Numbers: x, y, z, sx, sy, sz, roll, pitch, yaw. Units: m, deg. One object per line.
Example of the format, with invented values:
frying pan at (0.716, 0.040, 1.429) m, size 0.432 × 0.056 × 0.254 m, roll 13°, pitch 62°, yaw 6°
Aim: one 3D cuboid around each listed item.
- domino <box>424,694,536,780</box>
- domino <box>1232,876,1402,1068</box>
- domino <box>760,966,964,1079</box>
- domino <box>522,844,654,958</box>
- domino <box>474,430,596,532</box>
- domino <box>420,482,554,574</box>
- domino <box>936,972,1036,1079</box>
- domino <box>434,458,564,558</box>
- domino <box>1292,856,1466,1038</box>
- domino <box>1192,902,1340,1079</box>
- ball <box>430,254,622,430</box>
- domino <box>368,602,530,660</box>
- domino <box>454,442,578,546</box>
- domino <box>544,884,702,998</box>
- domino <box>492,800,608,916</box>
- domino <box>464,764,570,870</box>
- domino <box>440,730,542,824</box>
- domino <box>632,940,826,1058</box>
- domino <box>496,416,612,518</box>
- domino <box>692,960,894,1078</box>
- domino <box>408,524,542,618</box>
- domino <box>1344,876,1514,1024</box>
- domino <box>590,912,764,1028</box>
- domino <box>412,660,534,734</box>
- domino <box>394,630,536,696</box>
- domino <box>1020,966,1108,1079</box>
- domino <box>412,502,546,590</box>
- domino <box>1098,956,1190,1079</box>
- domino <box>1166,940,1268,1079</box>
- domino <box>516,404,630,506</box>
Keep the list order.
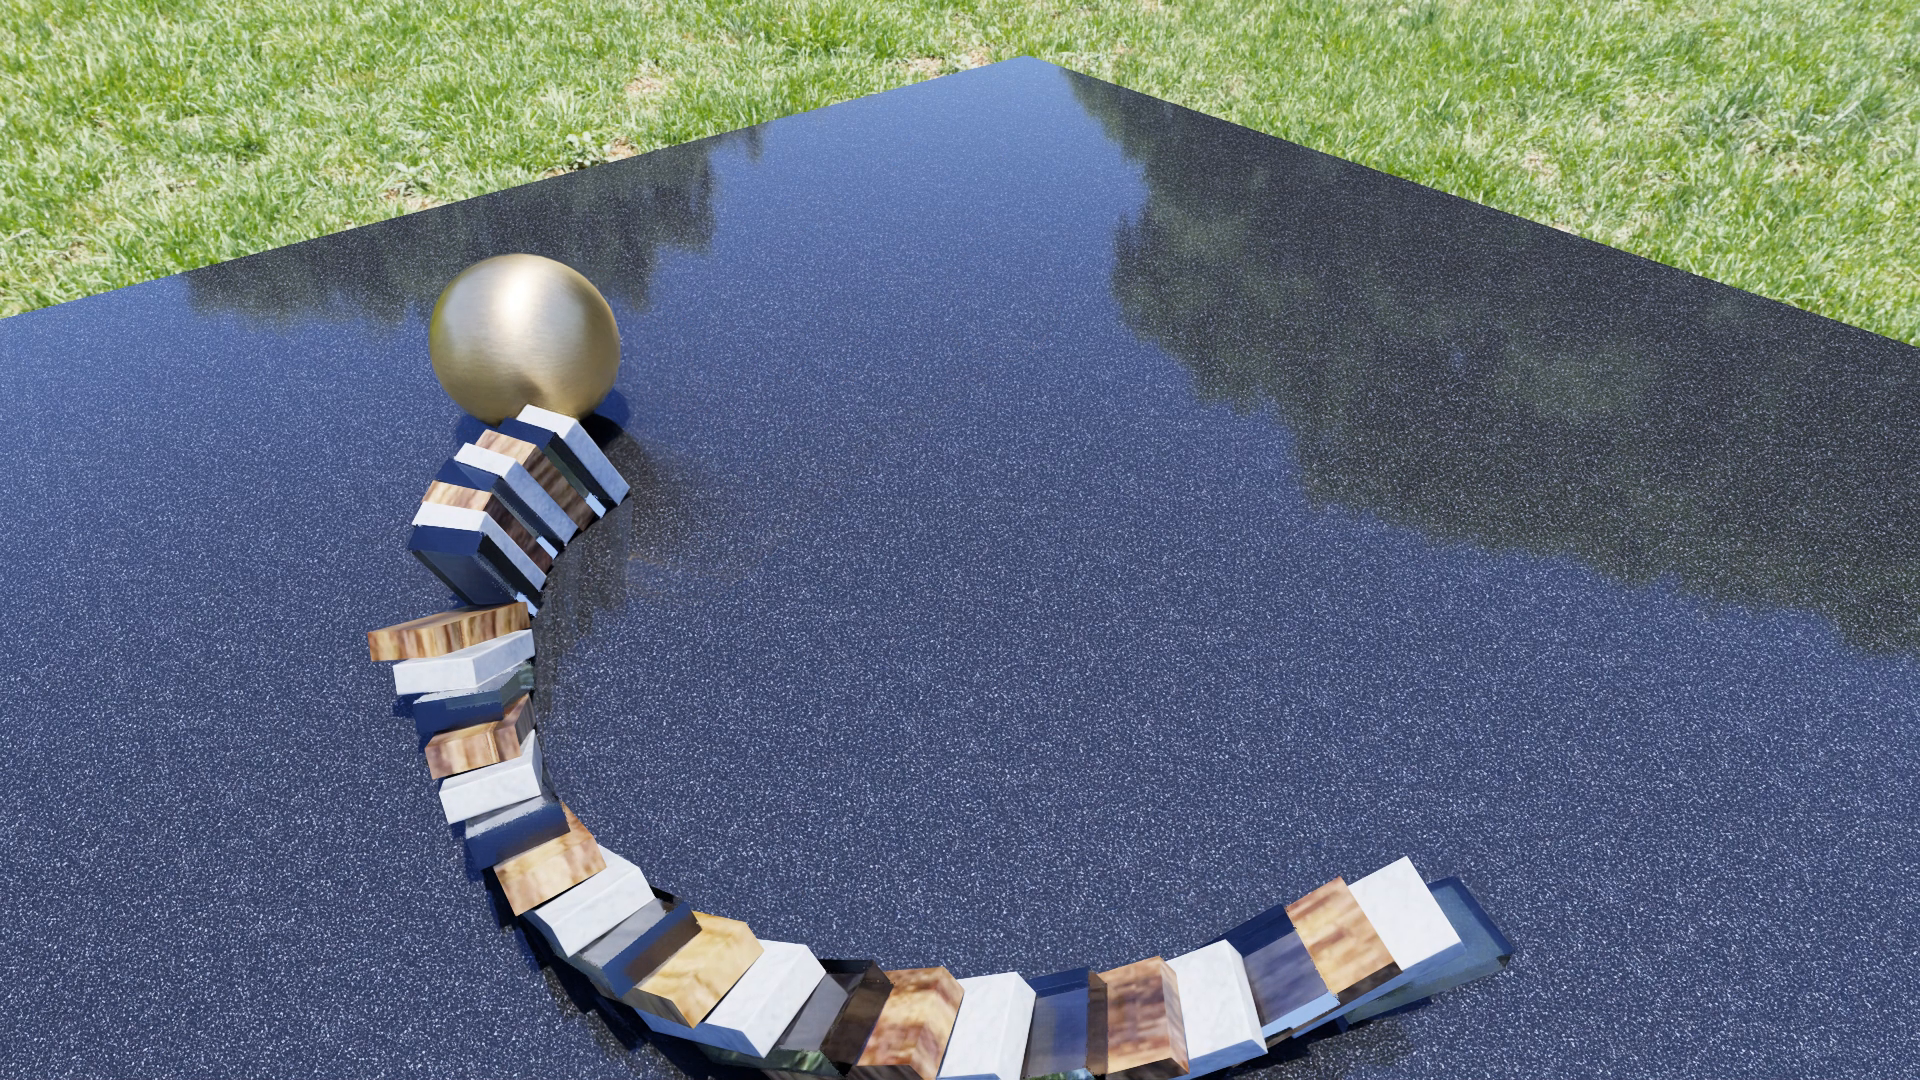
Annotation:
domino at (-0.150, 0.061, 0.348) m, size 0.025 × 0.010 × 0.050 m, roll -13°, pitch 7°, yaw -16°
domino at (0.085, 0.112, 0.287) m, size 0.050 × 0.009 × 0.025 m, roll -34°, pitch 42°, yaw 8°
domino at (-0.025, 0.122, 0.274) m, size 0.050 × 0.010 × 0.025 m, roll -19°, pitch 28°, yaw 34°
domino at (-0.106, 0.097, 0.304) m, size 0.025 × 0.010 × 0.050 m, roll -31°, pitch 14°, yaw -32°
domino at (-0.169, -0.023, 0.440) m, size 0.025 × 0.050 × 0.010 m, roll 17°, pitch 65°, yaw 20°
domino at (-0.177, -0.003, 0.415) m, size 0.025 × 0.050 × 0.009 m, roll 11°, pitch 63°, yaw 13°
domino at (-0.007, 0.124, 0.272) m, size 0.050 × 0.009 × 0.025 m, roll -21°, pitch 30°, yaw 30°
domino at (-0.177, -0.011, 0.425) m, size 0.025 × 0.050 × 0.010 m, roll 17°, pitch 65°, yaw 20°
domino at (0.104, 0.108, 0.292) m, size 0.050 × 0.009 × 0.025 m, roll -32°, pitch 43°, yaw 10°
domino at (0.067, 0.117, 0.281) m, size 0.050 × 0.010 × 0.025 m, roll -33°, pitch 41°, yaw 9°
ball at (-0.194, -0.087, 0.494) m, size 0.080 × 0.080 × 0.080 m, roll 0°, pitch 39°, yaw 0°
domino at (-0.176, 0.031, 0.381) m, size 0.025 × 0.009 × 0.050 m, roll -4°, pitch 6°, yaw 13°
domino at (-0.174, -0.017, 0.433) m, size 0.025 × 0.050 × 0.009 m, roll 17°, pitch 65°, yaw 20°
domino at (-0.092, 0.104, 0.295) m, size 0.025 × 0.009 × 0.050 m, roll -35°, pitch 16°, yaw -35°
domino at (-0.119, 0.089, 0.313) m, size 0.025 × 0.009 × 0.050 m, roll -25°, pitch 11°, yaw -27°
domino at (-0.131, 0.081, 0.324) m, size 0.025 × 0.010 × 0.050 m, roll -21°, pitch 9°, yaw -23°
domino at (-0.142, 0.071, 0.335) m, size 0.025 × 0.010 × 0.050 m, roll -16°, pitch 8°, yaw -19°
domino at (-0.060, 0.115, 0.282) m, size 0.050 × 0.009 × 0.025 m, roll -14°, pitch 24°, yaw 43°
domino at (-0.164, -0.029, 0.447) m, size 0.025 × 0.050 × 0.009 m, roll 17°, pitch 65°, yaw 20°
domino at (-0.043, 0.119, 0.277) m, size 0.050 × 0.009 × 0.025 m, roll -16°, pitch 26°, yaw 38°
domino at (-0.174, 0.012, 0.397) m, size 0.025 × 0.050 × 0.009 m, roll 6°, pitch 62°, yaw 8°
domino at (0.124, 0.113, 0.306) m, size 0.050 × 0.010 × 0.025 m, roll -12°, pitch 41°, yaw -14°
domino at (-0.076, 0.110, 0.288) m, size 0.050 × 0.010 × 0.025 m, roll -12°, pitch 23°, yaw 46°
domino at (-0.158, 0.051, 0.361) m, size 0.025 × 0.009 × 0.050 m, roll -8°, pitch 6°, yaw -10°
domino at (-0.166, 0.041, 0.372) m, size 0.025 × 0.009 × 0.050 m, roll -6°, pitch 6°, yaw 0°
domino at (0.012, 0.124, 0.272) m, size 0.050 × 0.010 × 0.025 m, roll -24°, pitch 32°, yaw 25°
domino at (-0.176, 0.004, 0.406) m, size 0.025 × 0.050 × 0.009 m, roll 9°, pitch 63°, yaw 11°
domino at (0.030, 0.123, 0.272) m, size 0.050 × 0.010 × 0.025 m, roll -26°, pitch 34°, yaw 22°
domino at (0.049, 0.122, 0.274) m, size 0.050 × 0.009 × 0.025 m, roll -29°, pitch 36°, yaw 18°
domino at (-0.159, -0.034, 0.454) m, size 0.025 × 0.050 × 0.010 m, roll 17°, pitch 65°, yaw 20°
